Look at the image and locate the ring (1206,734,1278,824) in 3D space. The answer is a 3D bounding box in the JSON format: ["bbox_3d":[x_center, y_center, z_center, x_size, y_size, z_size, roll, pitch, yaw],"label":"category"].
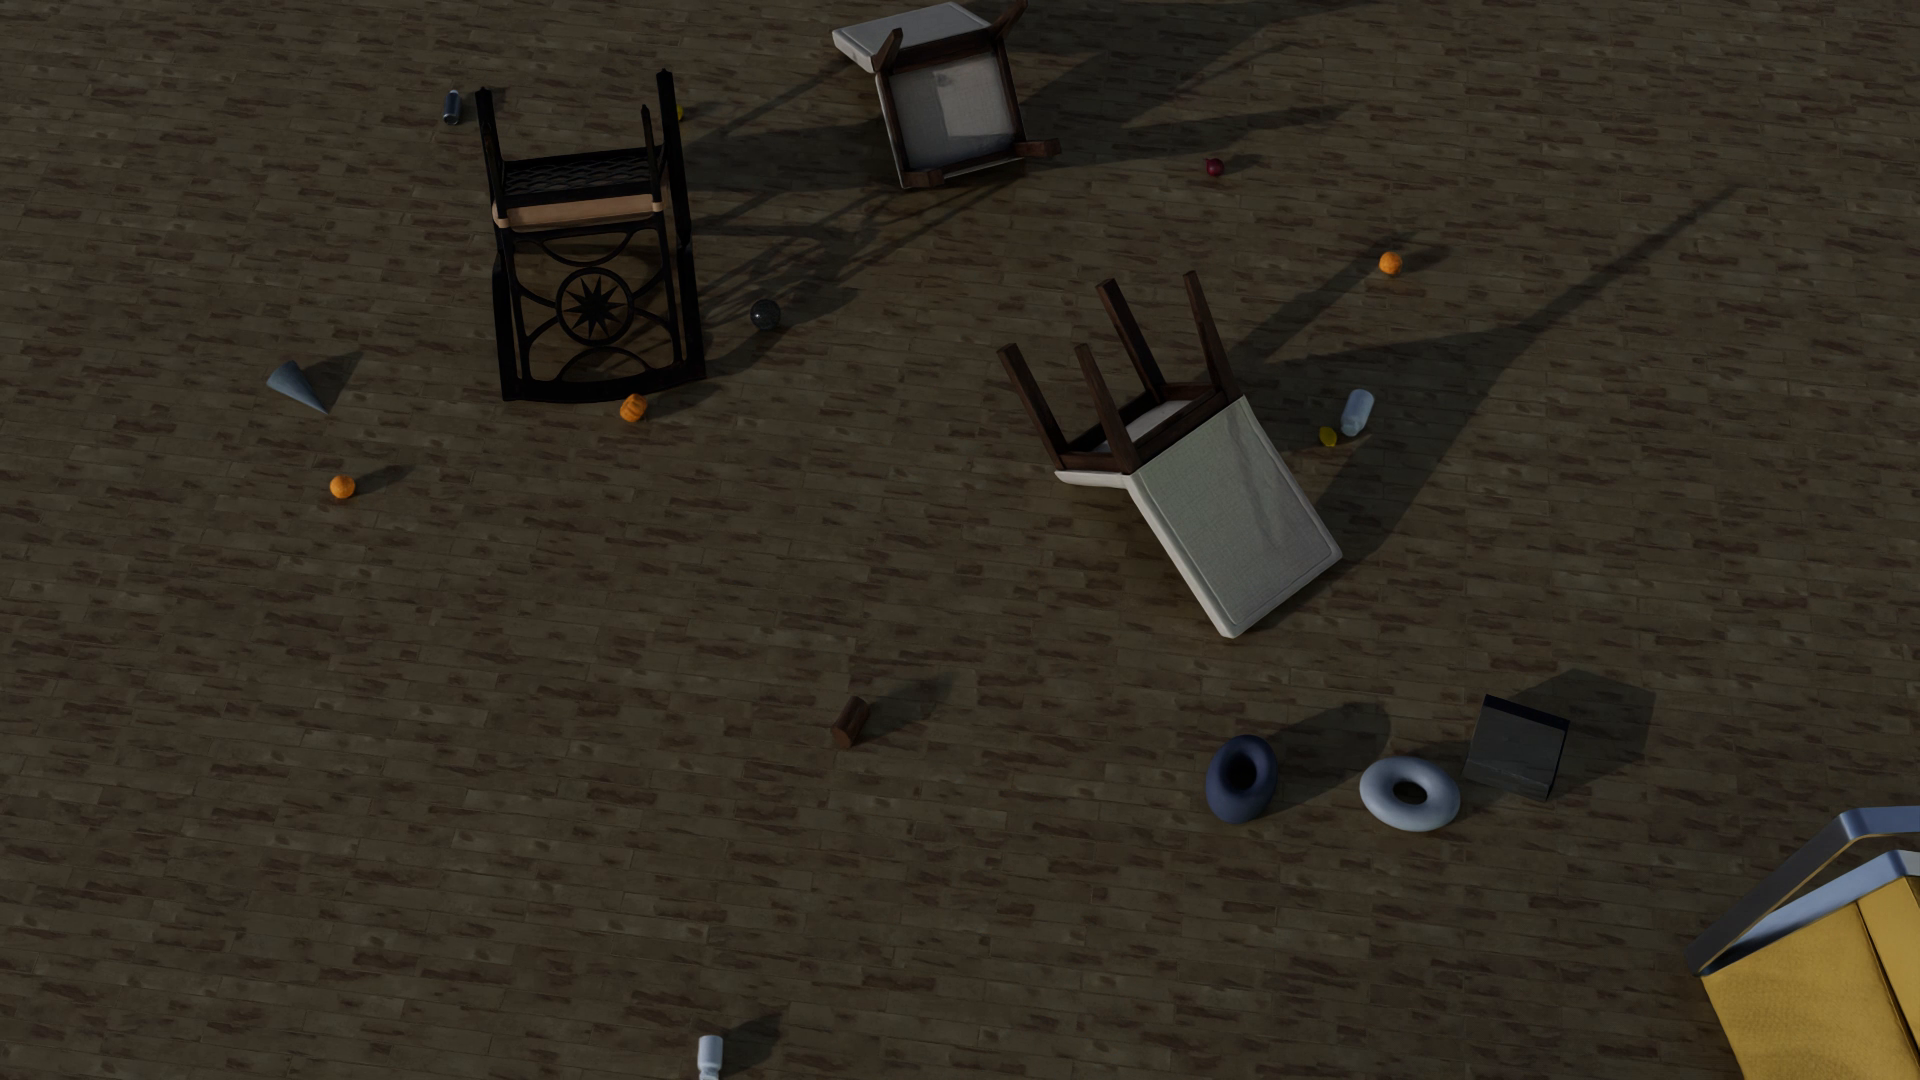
[{"bbox_3d":[0.776,0.658,6.055,0.192,0.129,0.261,19,60,10],"label":"ring"}]

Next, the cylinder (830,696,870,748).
[{"bbox_3d":[-0.308,0.510,6.172,0.064,0.100,0.112,20,58,22],"label":"cylinder"}]

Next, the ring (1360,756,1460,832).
[{"bbox_3d":[1.241,0.699,6.063,0.279,0.070,0.225,11,56,6],"label":"ring"}]

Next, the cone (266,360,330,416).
[{"bbox_3d":[-2.042,-0.454,6.855,0.215,0.078,0.115,39,67,11],"label":"cone"}]

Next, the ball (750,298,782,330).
[{"bbox_3d":[-0.618,-0.718,6.997,0.098,0.098,0.098,0,56,0],"label":"ball"}]

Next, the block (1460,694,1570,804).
[{"bbox_3d":[1.547,0.580,6.123,0.239,0.101,0.221,18,58,11],"label":"block"}]
